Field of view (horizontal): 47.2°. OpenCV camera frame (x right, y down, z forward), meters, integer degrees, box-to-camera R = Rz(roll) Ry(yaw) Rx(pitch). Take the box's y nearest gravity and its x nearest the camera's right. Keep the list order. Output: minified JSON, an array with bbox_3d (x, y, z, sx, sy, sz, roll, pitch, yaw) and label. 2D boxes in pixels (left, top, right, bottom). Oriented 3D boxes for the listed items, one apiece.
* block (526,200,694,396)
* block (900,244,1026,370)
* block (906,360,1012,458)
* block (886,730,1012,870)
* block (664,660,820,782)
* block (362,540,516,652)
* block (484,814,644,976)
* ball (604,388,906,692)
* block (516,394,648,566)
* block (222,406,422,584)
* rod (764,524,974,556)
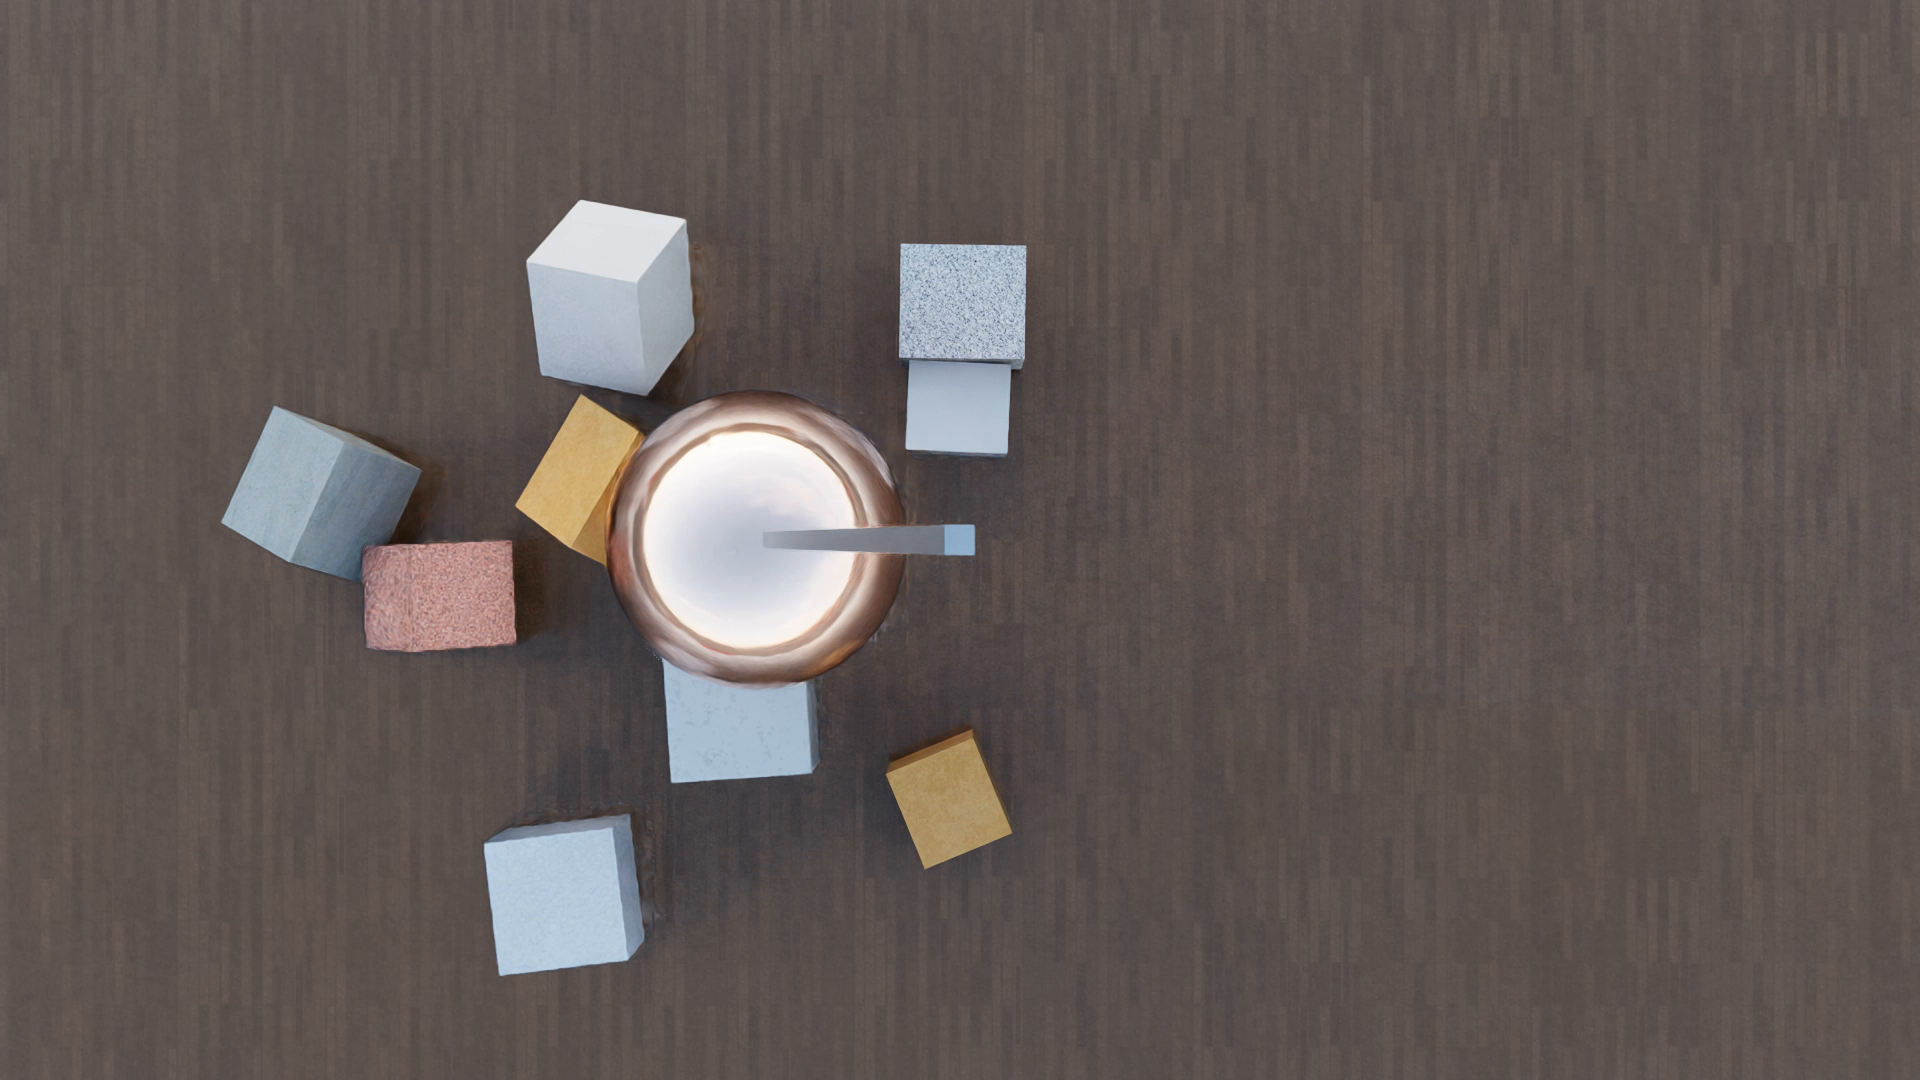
[{"bbox_3d":[-1.960,-1.371,12.433,0.652,0.688,0.755,12,131,13],"label":"block"},{"bbox_3d":[0.015,-1.331,12.635,0.700,0.731,0.633,1,90,0],"label":"block"},{"bbox_3d":[-0.009,-0.752,12.713,0.576,0.575,0.505,3,90,0],"label":"block"},{"bbox_3d":[-0.062,1.487,12.704,0.532,0.592,0.581,-22,90,0],"label":"block"},{"bbox_3d":[-1.247,0.953,12.644,0.786,0.712,0.759,-4,90,0],"label":"block"},{"bbox_3d":[-2.959,0.310,12.486,0.627,0.592,0.584,-3,92,-41],"label":"block"},{"bbox_3d":[-2.271,2.034,12.679,0.729,0.641,0.748,-7,90,0],"label":"block"},{"bbox_3d":[-1.079,0.000,11.677,1.600,1.600,1.600,0,90,0],"label":"ball"},{"bbox_3d":[-1.883,-0.243,12.480,0.791,0.685,0.737,31,90,-43],"label":"block"},{"bbox_3d":[-3.642,-0.250,12.568,0.625,0.631,0.729,25,90,31],"label":"block"},{"bbox_3d":[-0.467,0.000,8.332,0.080,5.200,0.080,0,90,-10],"label":"rod"}]
